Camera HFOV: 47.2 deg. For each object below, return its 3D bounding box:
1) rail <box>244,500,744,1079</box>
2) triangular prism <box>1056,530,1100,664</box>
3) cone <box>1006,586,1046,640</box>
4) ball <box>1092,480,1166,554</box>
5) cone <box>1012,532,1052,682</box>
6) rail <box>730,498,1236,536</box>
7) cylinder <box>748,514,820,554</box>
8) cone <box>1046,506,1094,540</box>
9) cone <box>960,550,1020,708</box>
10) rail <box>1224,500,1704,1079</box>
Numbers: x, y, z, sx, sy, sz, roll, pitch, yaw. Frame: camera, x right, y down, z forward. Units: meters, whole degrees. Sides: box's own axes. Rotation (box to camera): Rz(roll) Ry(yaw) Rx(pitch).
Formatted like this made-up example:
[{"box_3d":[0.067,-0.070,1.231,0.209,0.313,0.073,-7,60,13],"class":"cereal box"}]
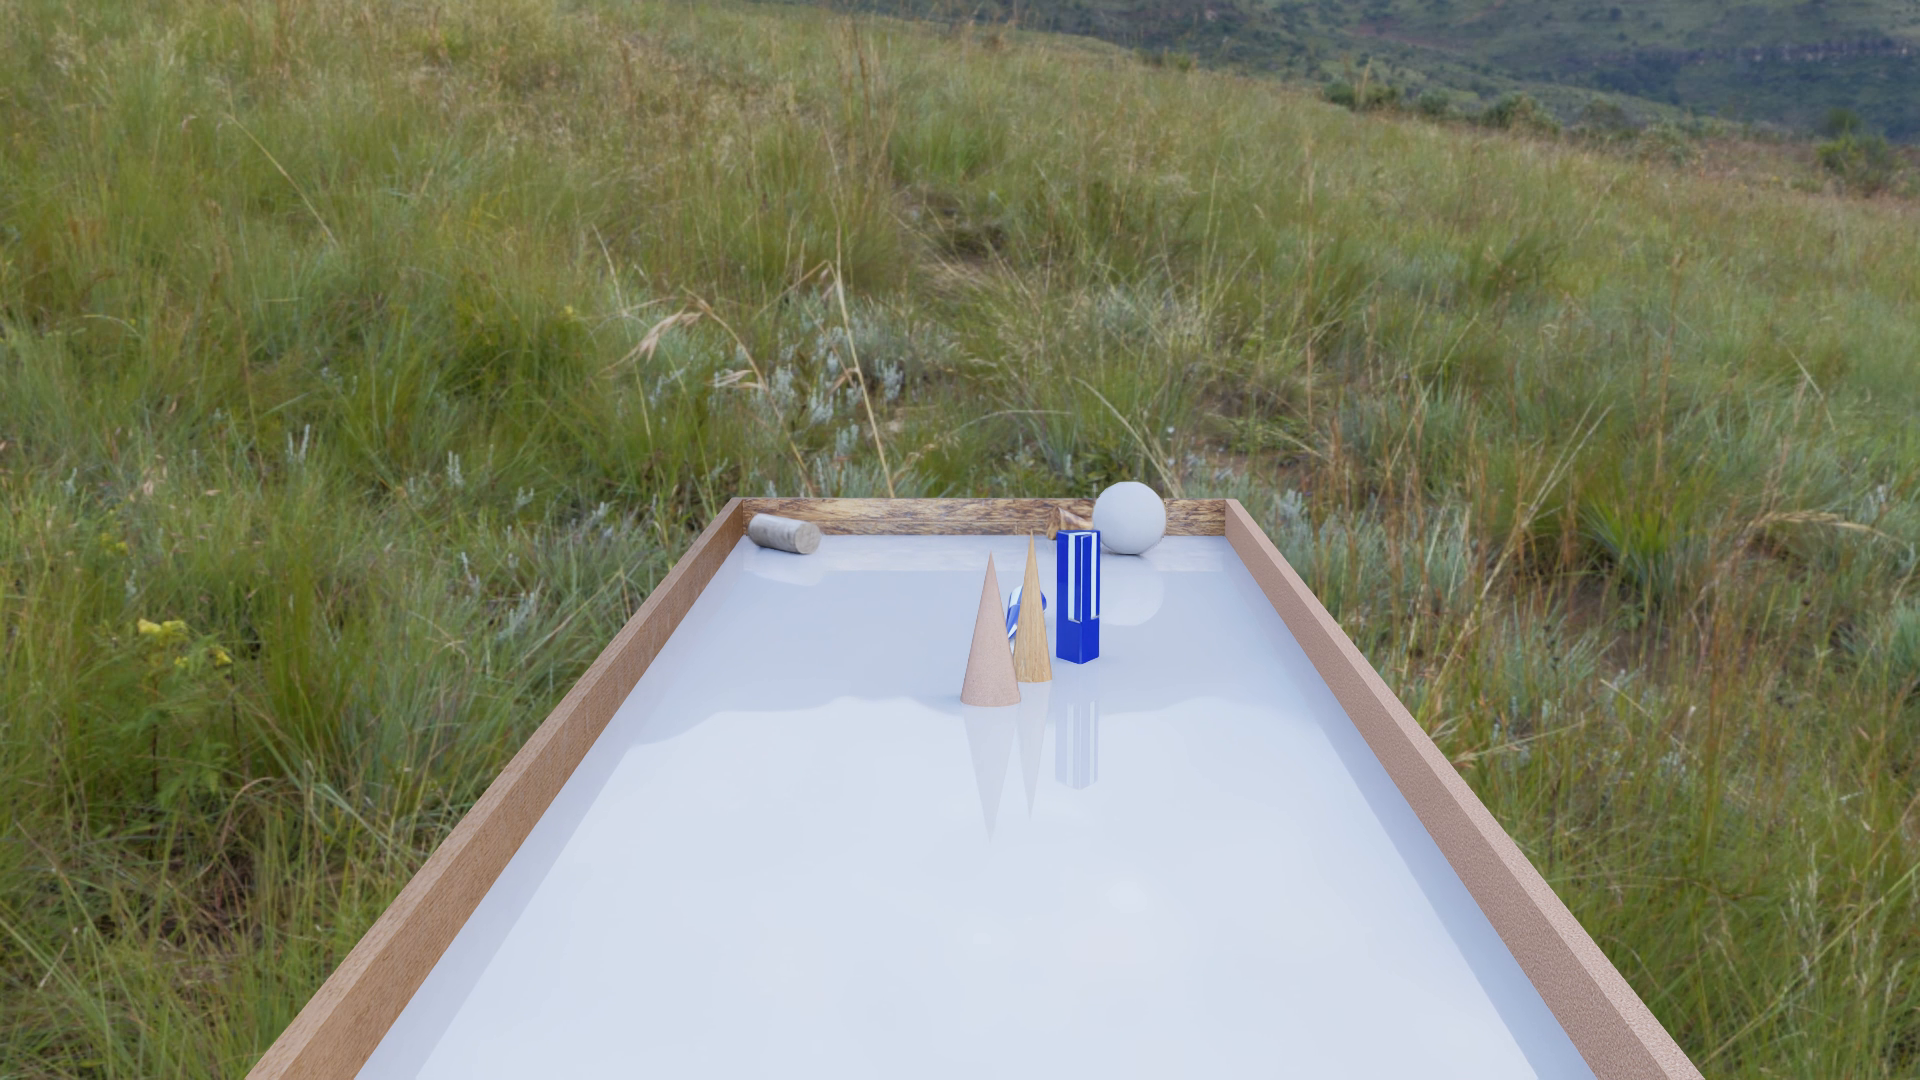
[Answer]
[{"box_3d":[-1.004,0.839,3.234,0.050,0.150,12.000,0,9,1],"class":"rail"},{"box_3d":[0.378,0.169,6.692,0.112,0.392,0.129,-6,11,-31],"class":"triangular prism"},{"box_3d":[0.178,0.271,7.097,0.129,0.129,0.384,2,19,14],"class":"cone"},{"box_3d":[0.664,-0.088,8.643,0.289,0.289,0.289,0,9,0],"class":"ball"},{"box_3d":[0.208,0.183,6.419,0.126,0.449,0.126,0,9,0],"class":"cone"},{"box_3d":[0.099,-0.098,9.147,2.100,0.150,0.050,0,9,1],"class":"rail"},{"box_3d":[-0.700,-0.025,8.756,0.129,0.129,0.309,-8,12,-41],"class":"cylinder"},{"box_3d":[0.530,-0.044,9.069,0.320,0.138,0.138,10,5,-21],"class":"cone"},{"box_3d":[0.086,0.237,6.142,0.172,0.429,0.172,0,9,0],"class":"cone"},{"box_3d":[1.046,0.843,3.208,0.050,0.150,12.000,0,9,1],"class":"rail"}]
